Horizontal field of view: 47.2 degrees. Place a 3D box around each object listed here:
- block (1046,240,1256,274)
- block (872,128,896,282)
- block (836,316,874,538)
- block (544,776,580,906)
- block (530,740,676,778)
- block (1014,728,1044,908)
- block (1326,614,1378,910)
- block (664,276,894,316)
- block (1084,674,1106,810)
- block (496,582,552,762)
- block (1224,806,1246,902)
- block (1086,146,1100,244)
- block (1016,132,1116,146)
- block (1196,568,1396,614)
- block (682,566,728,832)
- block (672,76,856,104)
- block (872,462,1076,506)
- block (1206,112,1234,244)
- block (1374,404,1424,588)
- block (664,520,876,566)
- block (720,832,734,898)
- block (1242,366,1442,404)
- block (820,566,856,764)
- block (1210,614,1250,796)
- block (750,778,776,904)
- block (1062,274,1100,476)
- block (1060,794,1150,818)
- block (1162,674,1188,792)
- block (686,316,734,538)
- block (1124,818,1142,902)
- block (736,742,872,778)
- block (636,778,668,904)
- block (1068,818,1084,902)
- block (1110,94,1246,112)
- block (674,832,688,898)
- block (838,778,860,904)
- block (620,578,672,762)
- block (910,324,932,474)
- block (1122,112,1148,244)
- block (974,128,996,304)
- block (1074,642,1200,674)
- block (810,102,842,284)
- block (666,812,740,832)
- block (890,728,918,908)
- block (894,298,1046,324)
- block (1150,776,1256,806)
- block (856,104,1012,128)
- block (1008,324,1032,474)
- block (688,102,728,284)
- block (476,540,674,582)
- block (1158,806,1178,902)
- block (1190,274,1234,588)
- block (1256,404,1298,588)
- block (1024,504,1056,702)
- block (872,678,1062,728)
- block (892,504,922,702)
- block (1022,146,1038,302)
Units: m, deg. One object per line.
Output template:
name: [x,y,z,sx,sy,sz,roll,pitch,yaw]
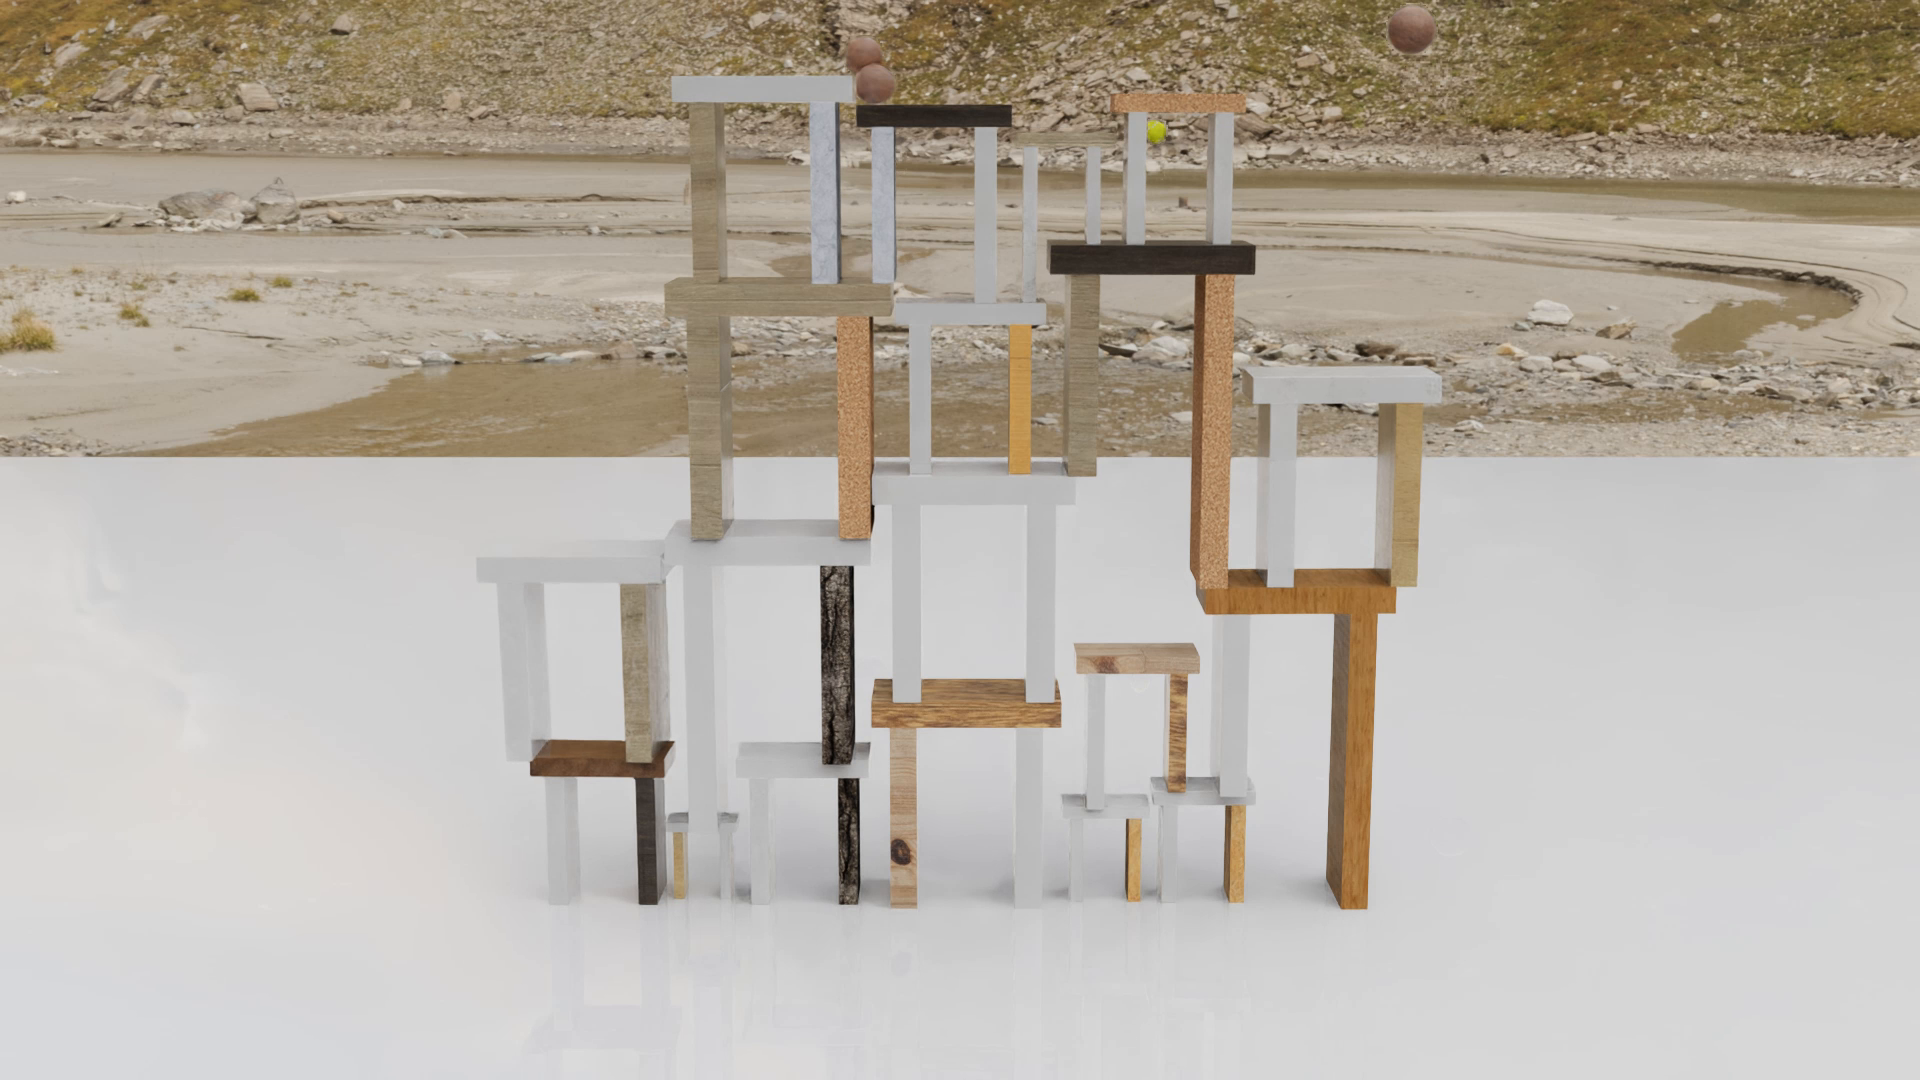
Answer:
block: [0.298,-0.447,3.474,0.317,0.045,0.158,0,11,0]
block: [-0.119,-0.529,3.465,0.034,0.239,0.119,0,11,0]
block: [-0.166,-0.190,3.520,0.049,0.349,0.175,0,11,0]
block: [-0.658,0.482,3.648,0.031,0.220,0.110,0,11,1]
block: [-0.587,0.360,3.621,0.220,0.031,0.110,0,11,2]
block: [0.112,0.439,3.644,0.043,0.306,0.153,0,11,0]
block: [0.644,0.347,3.623,0.043,0.494,0.152,0,11,0]
block: [-0.282,-0.386,3.484,0.349,0.049,0.175,0,11,0]
block: [0.221,0.319,3.615,0.028,0.227,0.099,0,11,0]
block: [-0.711,0.199,3.593,0.042,0.294,0.147,0,11,2]
block: [0.456,0.508,3.651,0.024,0.167,0.084,0,11,0]
block: [0.209,-0.543,3.456,0.021,0.149,0.075,0,11,1]
block: [0.164,-0.627,3.440,0.149,0.021,0.075,0,11,-2]
block: [0.543,0.083,3.575,0.303,0.043,0.152,0,11,0]
block: [-0.416,0.243,3.607,0.046,0.442,0.163,0,10,0]
block: [-0.303,-0.702,3.430,0.276,0.039,0.138,0,11,0]
block: [0.022,-0.092,3.545,0.321,0.046,0.161,0,11,0]
block: [0.407,-0.568,3.449,0.029,0.202,0.101,0,11,0]
block: [0.705,-0.084,3.542,0.042,0.294,0.147,0,11,0]
block: [-0.304,0.003,3.563,0.327,0.046,0.163,0,11,0]
block: [-0.388,0.533,3.661,0.016,0.115,0.058,0,11,0]
block: [0.606,-0.248,3.511,0.294,0.042,0.147,0,11,1]
block: [-0.199,0.187,3.596,0.046,0.327,0.163,0,11,0]
block: [0.442,0.253,3.607,0.043,0.303,0.152,0,10,0]
block: [-0.328,0.484,3.649,0.031,0.216,0.108,0,11,0]
block: [0.192,-0.270,3.511,0.045,0.317,0.158,0,11,-1]
block: [0.240,0.440,3.637,0.143,0.020,0.072,0,11,0]
block: [0.353,0.305,3.614,0.028,0.199,0.099,0,11,0]
block: [-0.398,-0.190,3.520,0.049,0.349,0.175,0,11,0]
block: [0.288,0.520,3.652,0.020,0.143,0.072,0,11,0]
block: [-0.256,0.363,3.626,0.216,0.031,0.108,0,11,0]
block: [-0.512,0.482,3.649,0.031,0.220,0.110,0,11,1]
block: [0.192,0.520,3.652,0.020,0.143,0.072,0,11,0]
block: [0.339,-0.681,3.430,0.202,0.029,0.101,0,11,0]
block: [-0.465,0.533,3.662,0.016,0.115,0.058,0,11,0]
block: [-0.184,0.484,3.649,0.031,0.216,0.108,0,11,0]
block: [-0.512,0.200,3.586,0.042,0.294,0.147,1,11,5]
block: [-0.063,-0.231,3.520,0.034,0.237,0.118,0,11,0]
block: [0.273,-0.568,3.449,0.029,0.202,0.101,0,11,0]
block: [0.040,-0.513,3.467,0.034,0.270,0.119,0,11,0]
block: [0.287,0.193,3.592,0.199,0.028,0.099,0,11,0]
block: [-0.211,-0.547,3.459,0.039,0.276,0.138,0,11,0]
block: [-0.426,0.468,3.649,0.115,0.016,0.058,0,11,0]
block: [-0.092,0.439,3.644,0.043,0.306,0.153,0,11,0]
block: [0.016,-0.364,3.496,0.237,0.034,0.118,0,11,0]
block: [0.400,0.414,3.633,0.167,0.024,0.084,0,10,0]
block: [-0.040,-0.663,3.439,0.238,0.034,0.119,0,11,0]
block: [0.095,-0.231,3.520,0.034,0.237,0.118,0,11,0]
block: [-0.395,-0.547,3.459,0.039,0.276,0.138,0,11,0]
block: [-0.618,0.034,3.560,0.294,0.042,0.147,0,11,2]
block: [0.344,0.508,3.651,0.024,0.167,0.084,0,11,0]
block: [0.403,-0.181,3.525,0.045,0.496,0.158,0,11,0]
block: [0.509,-0.083,3.543,0.042,0.294,0.147,0,11,0]
block: [0.129,0.088,3.578,0.046,0.321,0.161,0,11,0]
block: [0.010,0.267,3.613,0.306,0.043,0.153,0,11,0]
block: [-0.085,0.088,3.579,0.046,0.321,0.161,0,11,0]
block: [0.110,-0.498,3.465,0.021,0.241,0.075,0,10,0]
